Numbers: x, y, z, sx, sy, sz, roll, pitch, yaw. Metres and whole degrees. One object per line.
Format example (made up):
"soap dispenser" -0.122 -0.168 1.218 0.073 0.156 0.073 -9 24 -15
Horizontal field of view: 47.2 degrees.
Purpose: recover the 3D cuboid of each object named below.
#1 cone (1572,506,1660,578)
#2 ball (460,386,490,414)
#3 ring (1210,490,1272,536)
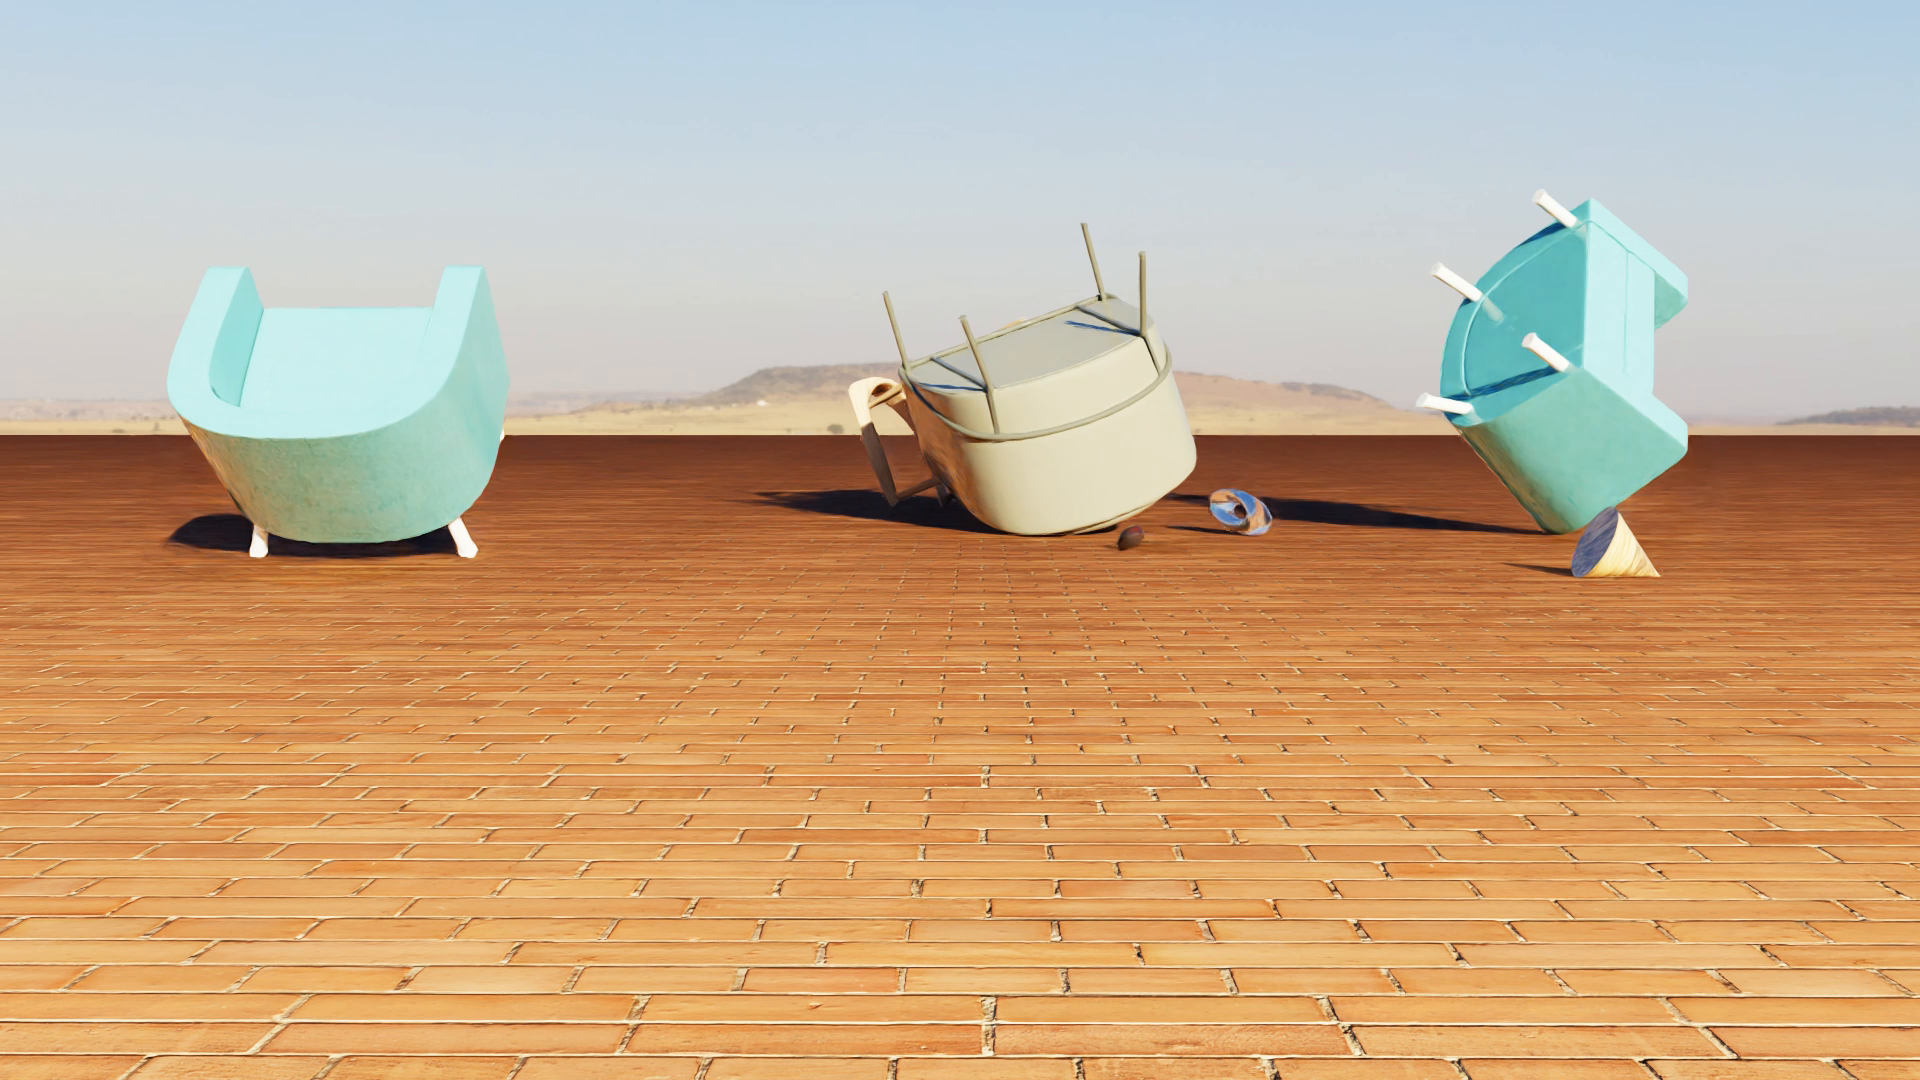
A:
"cone" 1.592 0.047 5.244 0.184 0.192 0.186 27 -26 -7
"ball" -1.516 -0.437 6.876 0.087 0.087 0.087 0 4 0
"ring" 0.864 -0.086 6.771 0.085 0.123 0.240 13 13 -45
